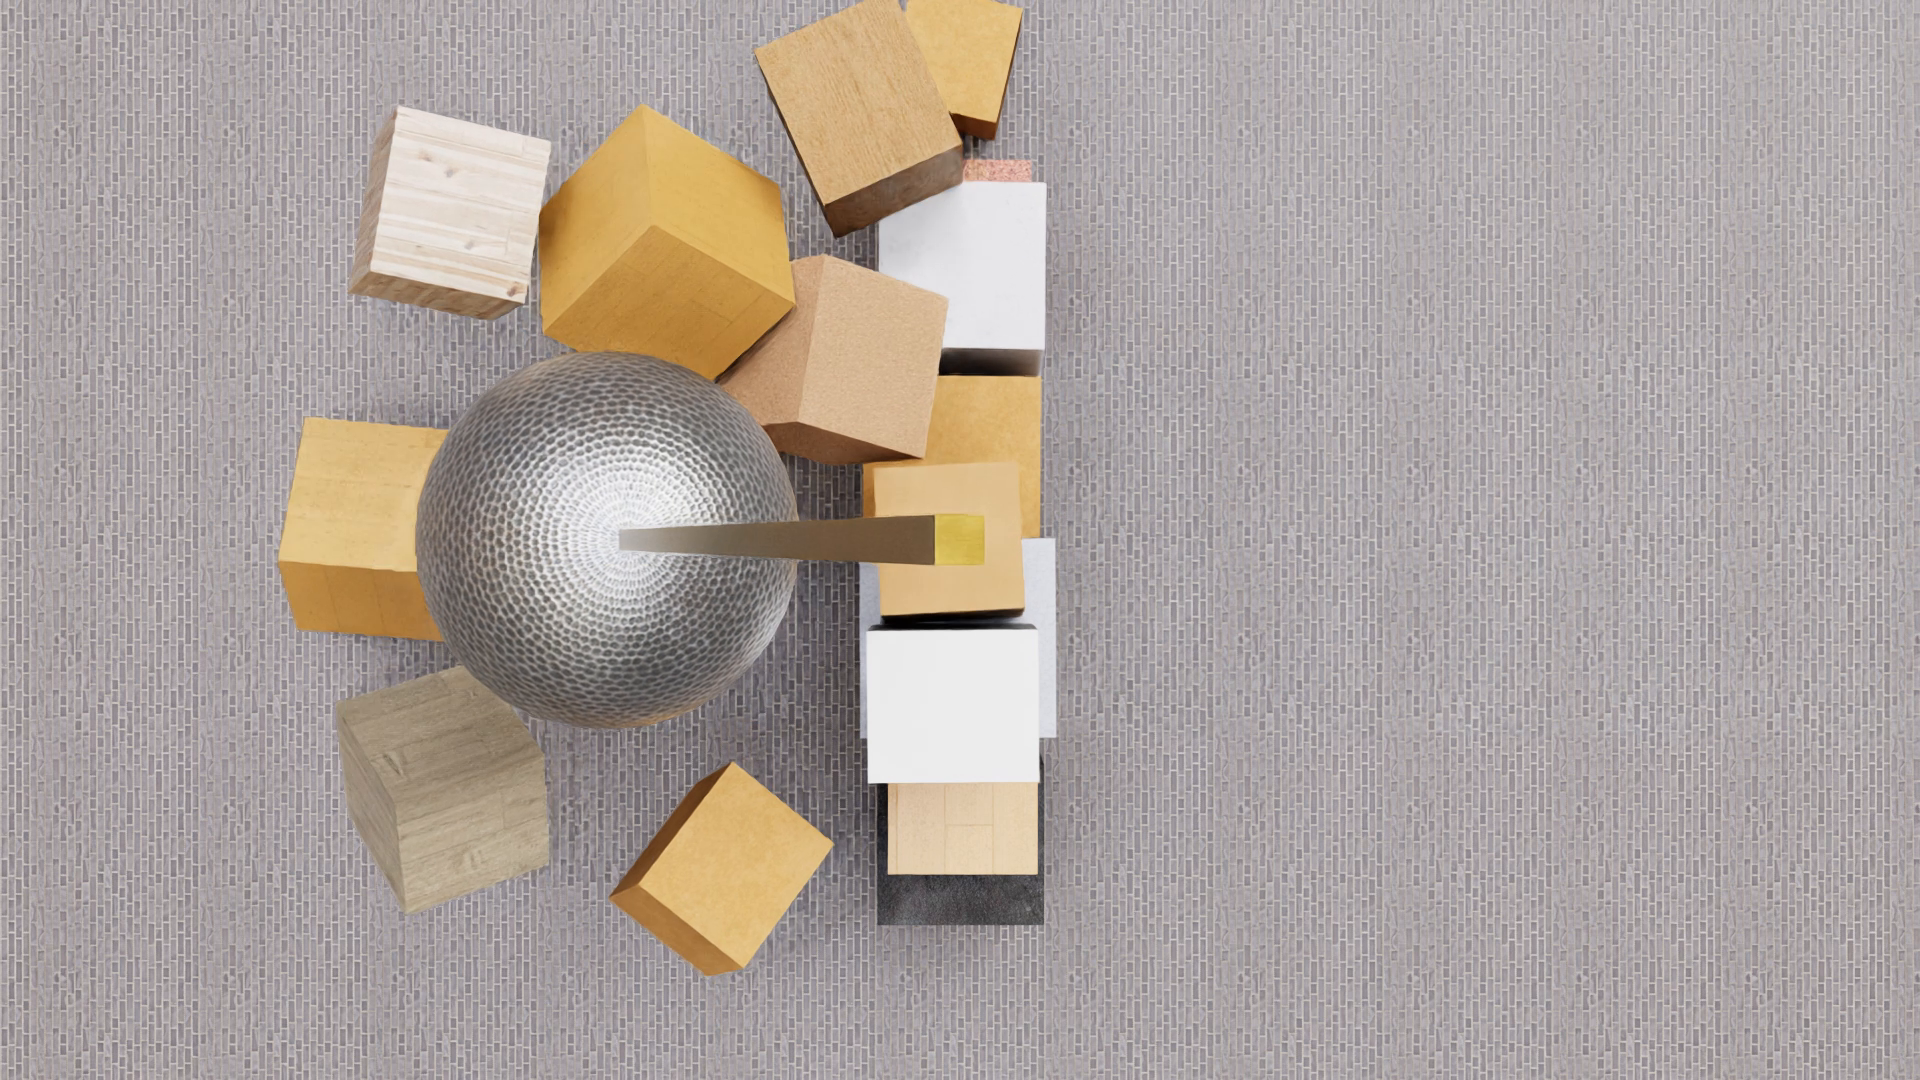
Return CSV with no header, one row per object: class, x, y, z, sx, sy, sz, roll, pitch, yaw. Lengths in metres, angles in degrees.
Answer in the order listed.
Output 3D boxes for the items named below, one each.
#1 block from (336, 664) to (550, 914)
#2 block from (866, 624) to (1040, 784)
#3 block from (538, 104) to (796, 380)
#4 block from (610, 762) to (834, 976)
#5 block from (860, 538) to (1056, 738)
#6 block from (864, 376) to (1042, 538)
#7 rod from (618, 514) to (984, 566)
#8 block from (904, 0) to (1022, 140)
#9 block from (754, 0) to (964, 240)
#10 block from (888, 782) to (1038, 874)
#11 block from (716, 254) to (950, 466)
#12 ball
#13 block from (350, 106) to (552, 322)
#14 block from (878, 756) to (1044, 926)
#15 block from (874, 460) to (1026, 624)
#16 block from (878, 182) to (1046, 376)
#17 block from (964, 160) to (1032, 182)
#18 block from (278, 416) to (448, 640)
block,-2.533,1.199,10.792,0.738,0.803,0.725,-17,132,-28
block,-0.033,0.788,10.809,0.811,0.801,0.719,0,90,0
block,-1.426,-1.365,10.607,0.848,0.861,0.837,27,128,-37
block,-1.221,1.685,11.189,0.662,0.755,0.770,40,67,-7
block,-0.012,0.502,11.739,0.999,1.060,1.015,0,90,0
block,-0.040,-0.429,11.717,0.906,0.910,0.825,1,90,0
rod,-0.639,0.000,5.969,0.080,5.200,0.080,0,90,-14
block,-0.032,-2.758,12.722,0.641,0.557,0.666,13,90,0
block,-0.485,-2.097,10.945,0.728,0.874,0.822,-24,87,-1
block,0.014,1.375,11.750,0.778,0.635,0.725,0,90,0
block,-0.648,-0.865,10.830,0.761,0.782,0.813,15,80,-38
ball,-1.475,0.000,9.265,1.600,1.600,1.600,0,90,0
block,-2.467,-1.548,10.597,0.714,0.859,0.778,10,86,-21
block,0.004,1.673,12.534,0.916,0.933,0.882,0,90,0
block,-0.051,0.023,10.851,0.688,0.708,0.707,-3,84,0
block,0.009,-1.361,11.748,0.861,0.841,0.880,1,82,0
block,0.015,-1.725,12.613,0.762,0.773,0.777,0,90,0
block,-3.187,-0.043,12.337,0.983,0.876,0.887,5,62,-6
